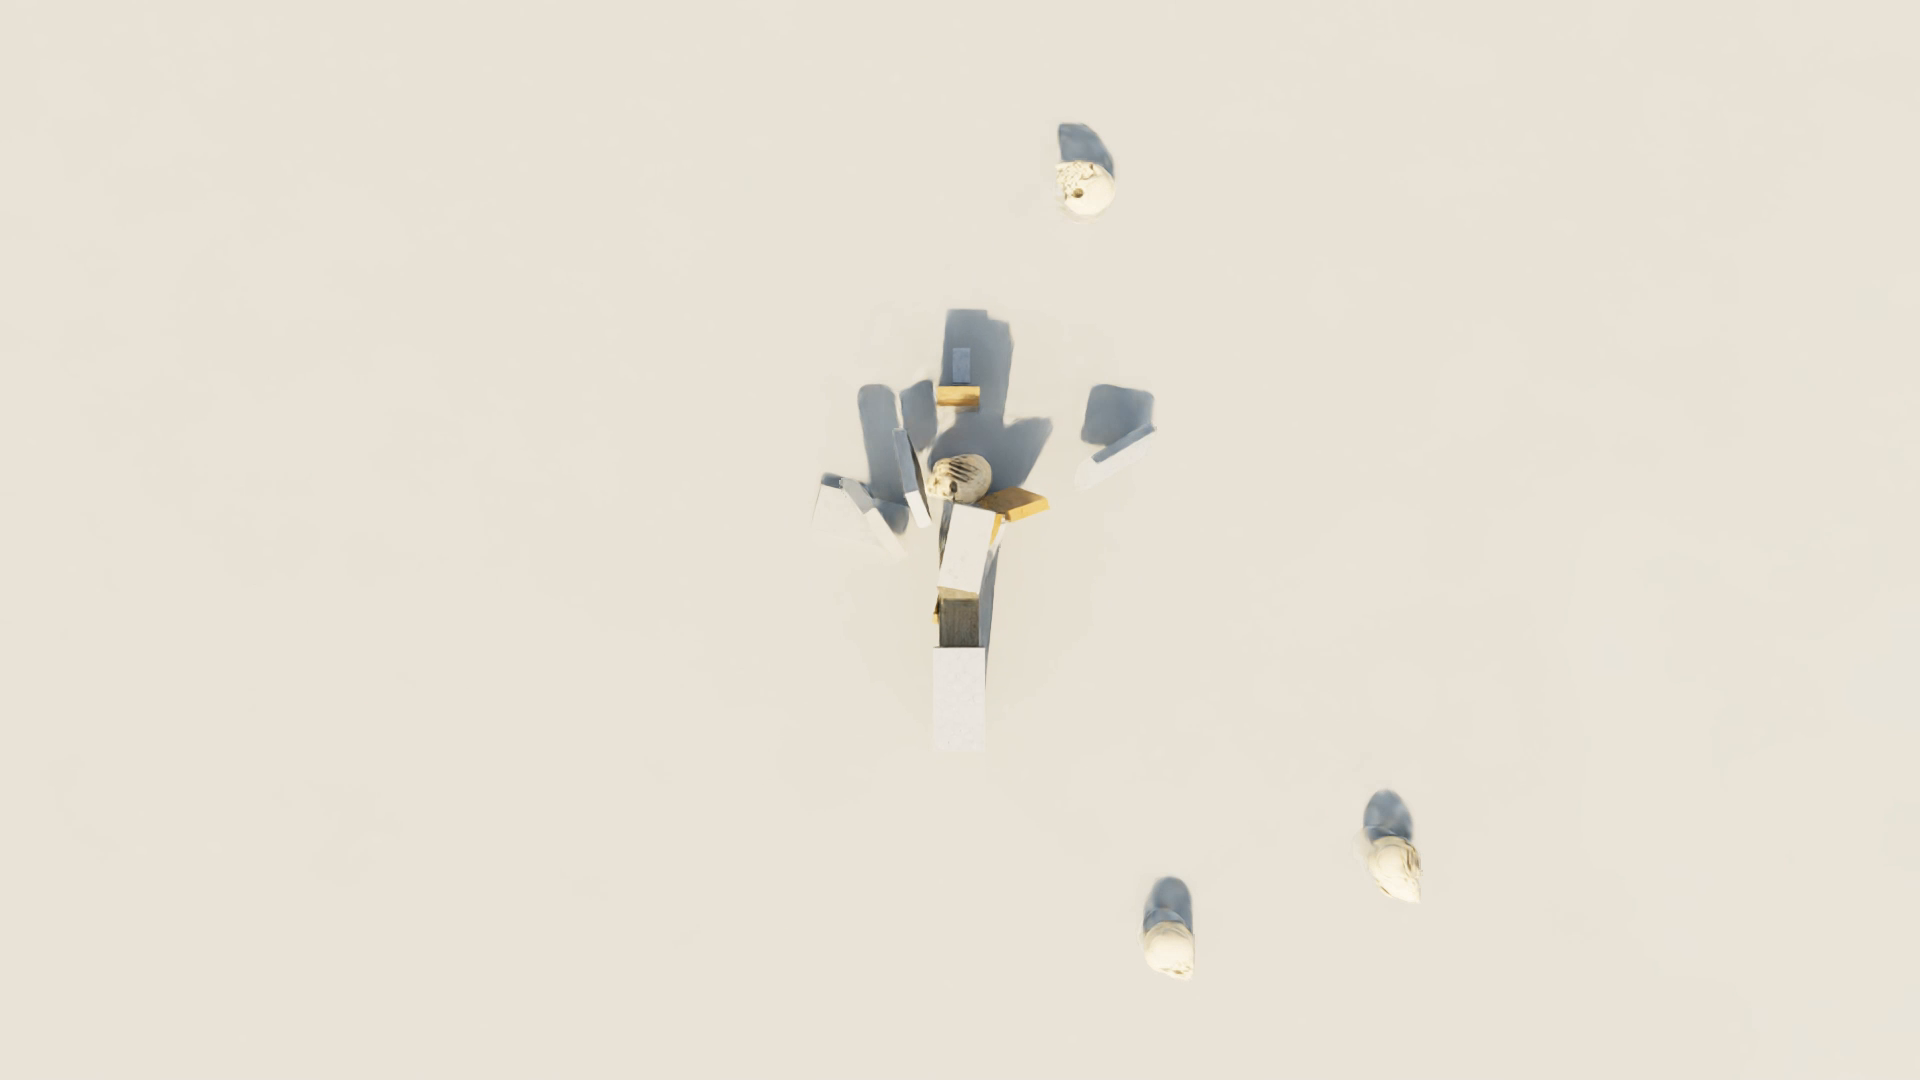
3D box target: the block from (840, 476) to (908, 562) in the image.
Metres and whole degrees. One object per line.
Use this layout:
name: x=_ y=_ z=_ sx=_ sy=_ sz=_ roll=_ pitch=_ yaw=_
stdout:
block: x=-0.274 y=-0.064 z=5.283 sx=0.044 sy=0.311 sz=0.155 roll=-36 pitch=55 yaw=-3

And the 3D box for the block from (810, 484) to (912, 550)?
block: x=-0.327 y=-0.070 z=5.478 sx=0.311 sy=0.044 sz=0.155 roll=15 pitch=90 yaw=0

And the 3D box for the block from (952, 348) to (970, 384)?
block: x=0.005 y=-0.569 z=5.378 sx=0.057 sy=0.016 sz=0.114 roll=0 pitch=90 yaw=0

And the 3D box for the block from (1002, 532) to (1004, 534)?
block: x=0.065 y=-0.048 z=5.363 sx=0.135 sy=0.269 sz=0.038 roll=-15 pitch=102 yaw=1

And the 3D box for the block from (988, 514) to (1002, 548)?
block: x=0.051 y=-0.040 z=5.064 sx=0.126 sy=0.252 sz=0.036 roll=13 pitch=74 yaw=-2

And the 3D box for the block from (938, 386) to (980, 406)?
block: x=-0.005 y=-0.466 z=5.365 sx=0.135 sy=0.270 sz=0.038 roll=0 pitch=90 yaw=0

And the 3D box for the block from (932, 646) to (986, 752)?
block: x=-0.003 y=0.476 z=4.943 sx=0.155 sy=0.044 sz=0.311 roll=0 pitch=91 yaw=0

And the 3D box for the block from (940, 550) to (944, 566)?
block: x=0.000 y=0.093 z=5.086 sx=0.126 sy=0.252 sz=0.036 roll=2 pitch=69 yaw=-1

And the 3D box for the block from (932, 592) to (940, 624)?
block: x=-0.014 y=0.208 z=5.229 sx=0.122 sy=0.292 sz=0.035 roll=16 pitch=110 yaw=-1

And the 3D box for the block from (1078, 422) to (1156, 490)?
block: x=0.513 y=-0.274 z=5.372 sx=0.270 sy=0.135 sz=0.038 roll=-30 pitch=68 yaw=-30

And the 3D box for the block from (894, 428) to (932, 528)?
block: x=-0.153 y=-0.200 z=5.302 sx=0.044 sy=0.310 sz=0.155 roll=-17 pitch=133 yaw=4

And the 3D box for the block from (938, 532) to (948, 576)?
block: x=-0.002 y=0.057 z=5.373 sx=0.135 sy=0.269 sz=0.038 roll=0 pitch=119 yaw=0

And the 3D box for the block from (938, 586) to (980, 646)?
block: x=-0.003 y=0.239 z=5.067 sx=0.122 sy=0.035 sz=0.245 roll=0 pitch=86 yaw=0

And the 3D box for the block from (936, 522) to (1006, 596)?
block: x=0.034 y=0.051 z=5.220 sx=0.135 sy=0.038 sz=0.269 roll=20 pitch=97 yaw=-3

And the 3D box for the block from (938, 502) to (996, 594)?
block: x=0.020 y=0.023 z=4.935 sx=0.126 sy=0.036 sz=0.252 roll=11 pitch=101 yaw=-2

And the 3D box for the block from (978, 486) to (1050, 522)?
block: x=0.172 y=-0.118 z=5.351 sx=0.135 sy=0.270 sz=0.038 roll=-20 pitch=106 yaw=-17
